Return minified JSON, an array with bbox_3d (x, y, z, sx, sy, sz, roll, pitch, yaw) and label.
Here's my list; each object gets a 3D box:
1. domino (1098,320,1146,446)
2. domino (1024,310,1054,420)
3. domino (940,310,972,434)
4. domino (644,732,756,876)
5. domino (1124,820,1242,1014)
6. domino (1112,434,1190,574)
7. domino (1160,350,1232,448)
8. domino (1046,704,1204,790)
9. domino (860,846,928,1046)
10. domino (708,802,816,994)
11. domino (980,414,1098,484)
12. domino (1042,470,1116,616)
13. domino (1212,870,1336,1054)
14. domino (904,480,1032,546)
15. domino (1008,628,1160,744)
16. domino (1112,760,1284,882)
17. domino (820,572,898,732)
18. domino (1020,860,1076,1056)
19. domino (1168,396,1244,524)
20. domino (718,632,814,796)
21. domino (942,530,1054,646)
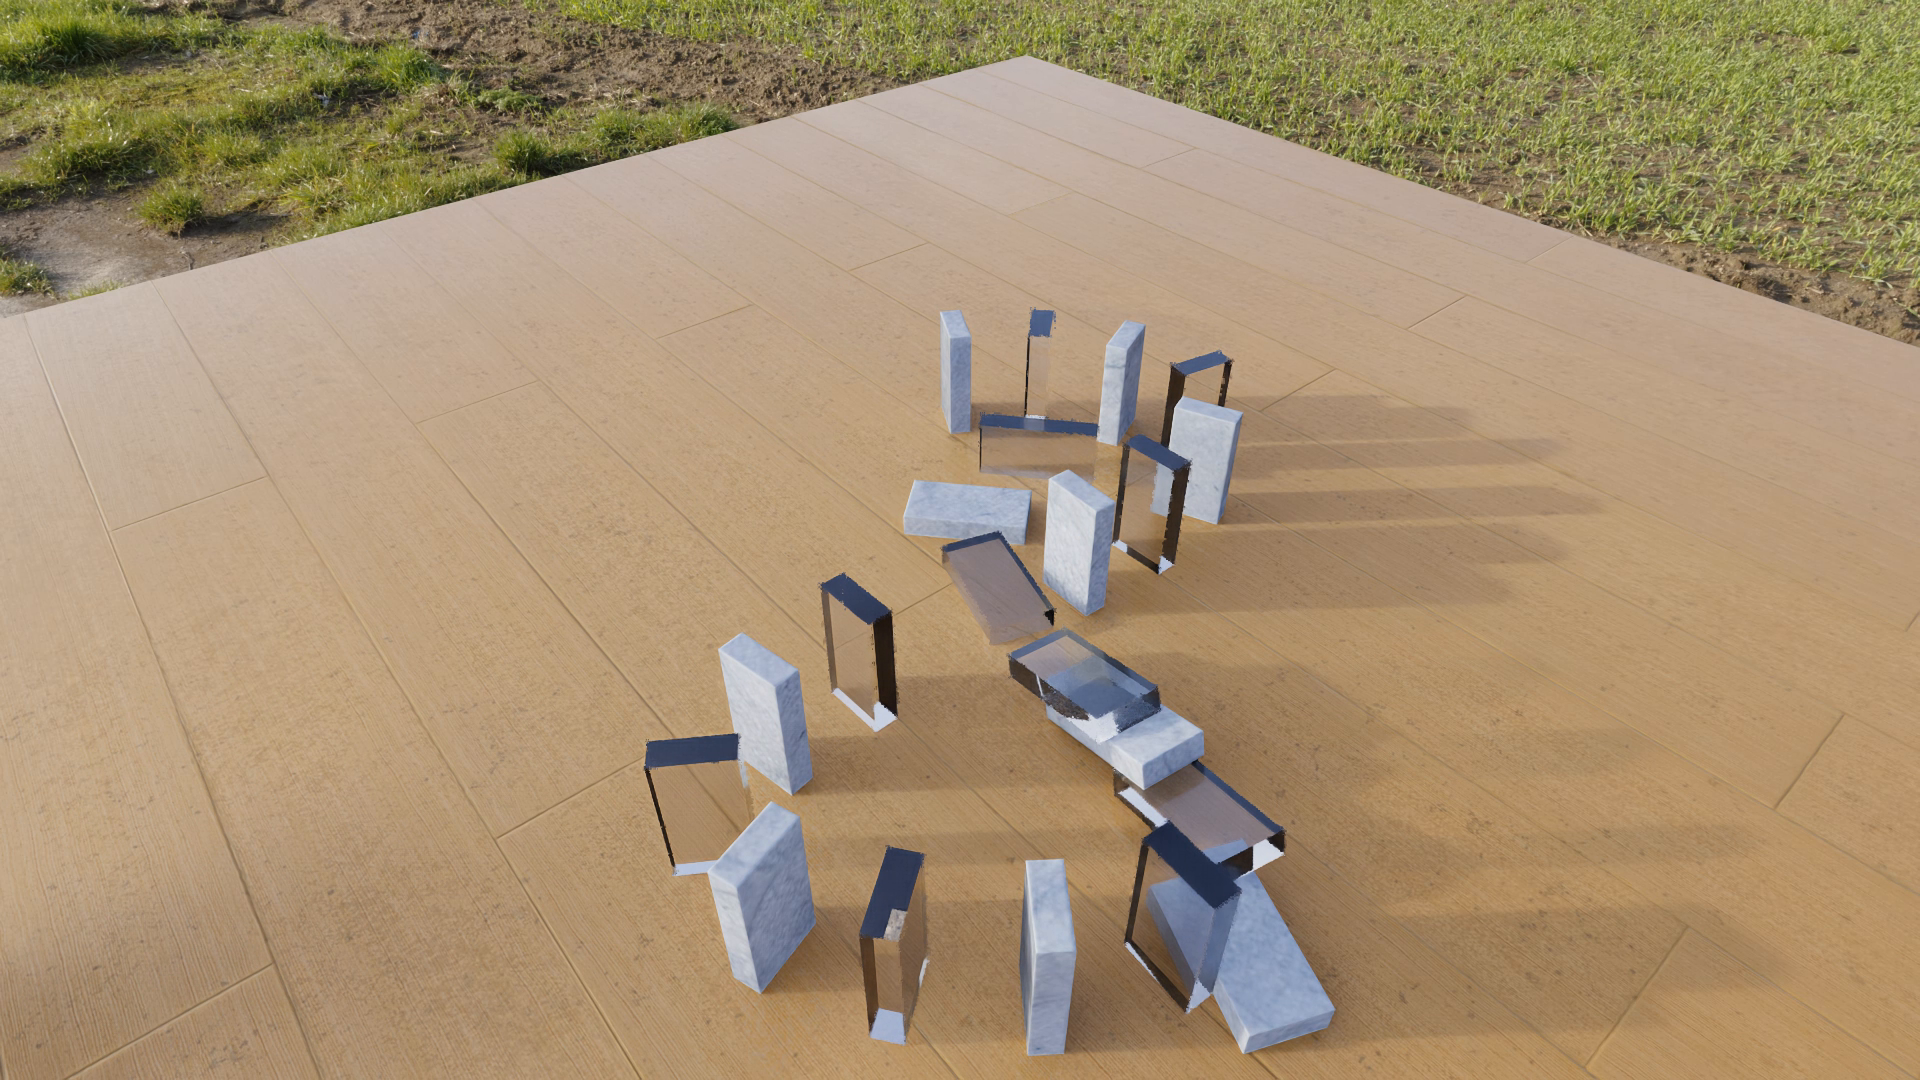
[{"bbox_3d":[0.073,-0.071,0.498,0.010,0.050,0.025,17,42,20],"label":"domino"},{"bbox_3d":[0.036,-0.077,0.506,0.010,0.050,0.025,5,40,6],"label":"domino"},{"bbox_3d":[-0.002,-0.077,0.505,0.009,0.050,0.025,-7,40,-8],"label":"domino"},{"bbox_3d":[-0.073,0.077,0.317,0.025,0.050,0.009,-5,40,-6],"label":"domino"},{"bbox_3d":[0.058,0.100,0.290,0.009,0.050,0.025,-25,45,-27],"label":"domino"},{"bbox_3d":[0.074,-0.014,0.428,0.009,0.050,0.025,-29,47,-31],"label":"domino"},{"bbox_3d":[0.102,-0.055,0.479,0.025,0.050,0.009,-20,43,-22],"label":"domino"},{"bbox_3d":[0.053,0.060,0.360,0.025,0.009,0.050,-23,30,-25],"label":"domino"},{"bbox_3d":[-0.016,0.105,0.283,0.010,0.050,0.025,8,40,10],"label":"domino"},{"bbox_3d":[-0.052,0.096,0.294,0.009,0.050,0.025,21,44,24],"label":"domino"},{"bbox_3d":[0.034,-0.040,0.480,0.050,0.025,0.009,6,40,7],"label":"domino"},{"bbox_3d":[0.044,0.001,0.410,0.009,0.050,0.025,-26,46,-28],"label":"domino"},{"bbox_3d":[0.079,0.113,0.305,0.025,0.009,0.050,-11,41,-13],"label":"domino"},{"bbox_3d":[0.004,-0.012,0.458,0.050,0.010,0.025,5,40,7],"label":"domino"},{"bbox_3d":[0.041,0.047,0.368,0.025,0.009,0.050,-22,30,-24],"label":"domino"},{"bbox_3d":[0.071,0.082,0.334,0.025,0.010,0.050,-19,29,-21],"label":"domino"},{"bbox_3d":[-0.033,0.038,0.365,0.009,0.050,0.025,-30,48,-31],"label":"domino"},{"bbox_3d":[0.022,0.107,0.281,0.009,0.050,0.025,-2,39,-2],"label":"domino"},{"bbox_3d":[0.098,-0.032,0.451,0.025,0.050,0.010,19,43,22],"label":"domino"},{"bbox_3d":[-0.060,0.055,0.344,0.025,0.050,0.009,28,47,29],"label":"domino"},{"bbox_3d":[0.014,0.017,0.422,0.025,0.010,0.050,-15,42,-17],"label":"domino"}]
